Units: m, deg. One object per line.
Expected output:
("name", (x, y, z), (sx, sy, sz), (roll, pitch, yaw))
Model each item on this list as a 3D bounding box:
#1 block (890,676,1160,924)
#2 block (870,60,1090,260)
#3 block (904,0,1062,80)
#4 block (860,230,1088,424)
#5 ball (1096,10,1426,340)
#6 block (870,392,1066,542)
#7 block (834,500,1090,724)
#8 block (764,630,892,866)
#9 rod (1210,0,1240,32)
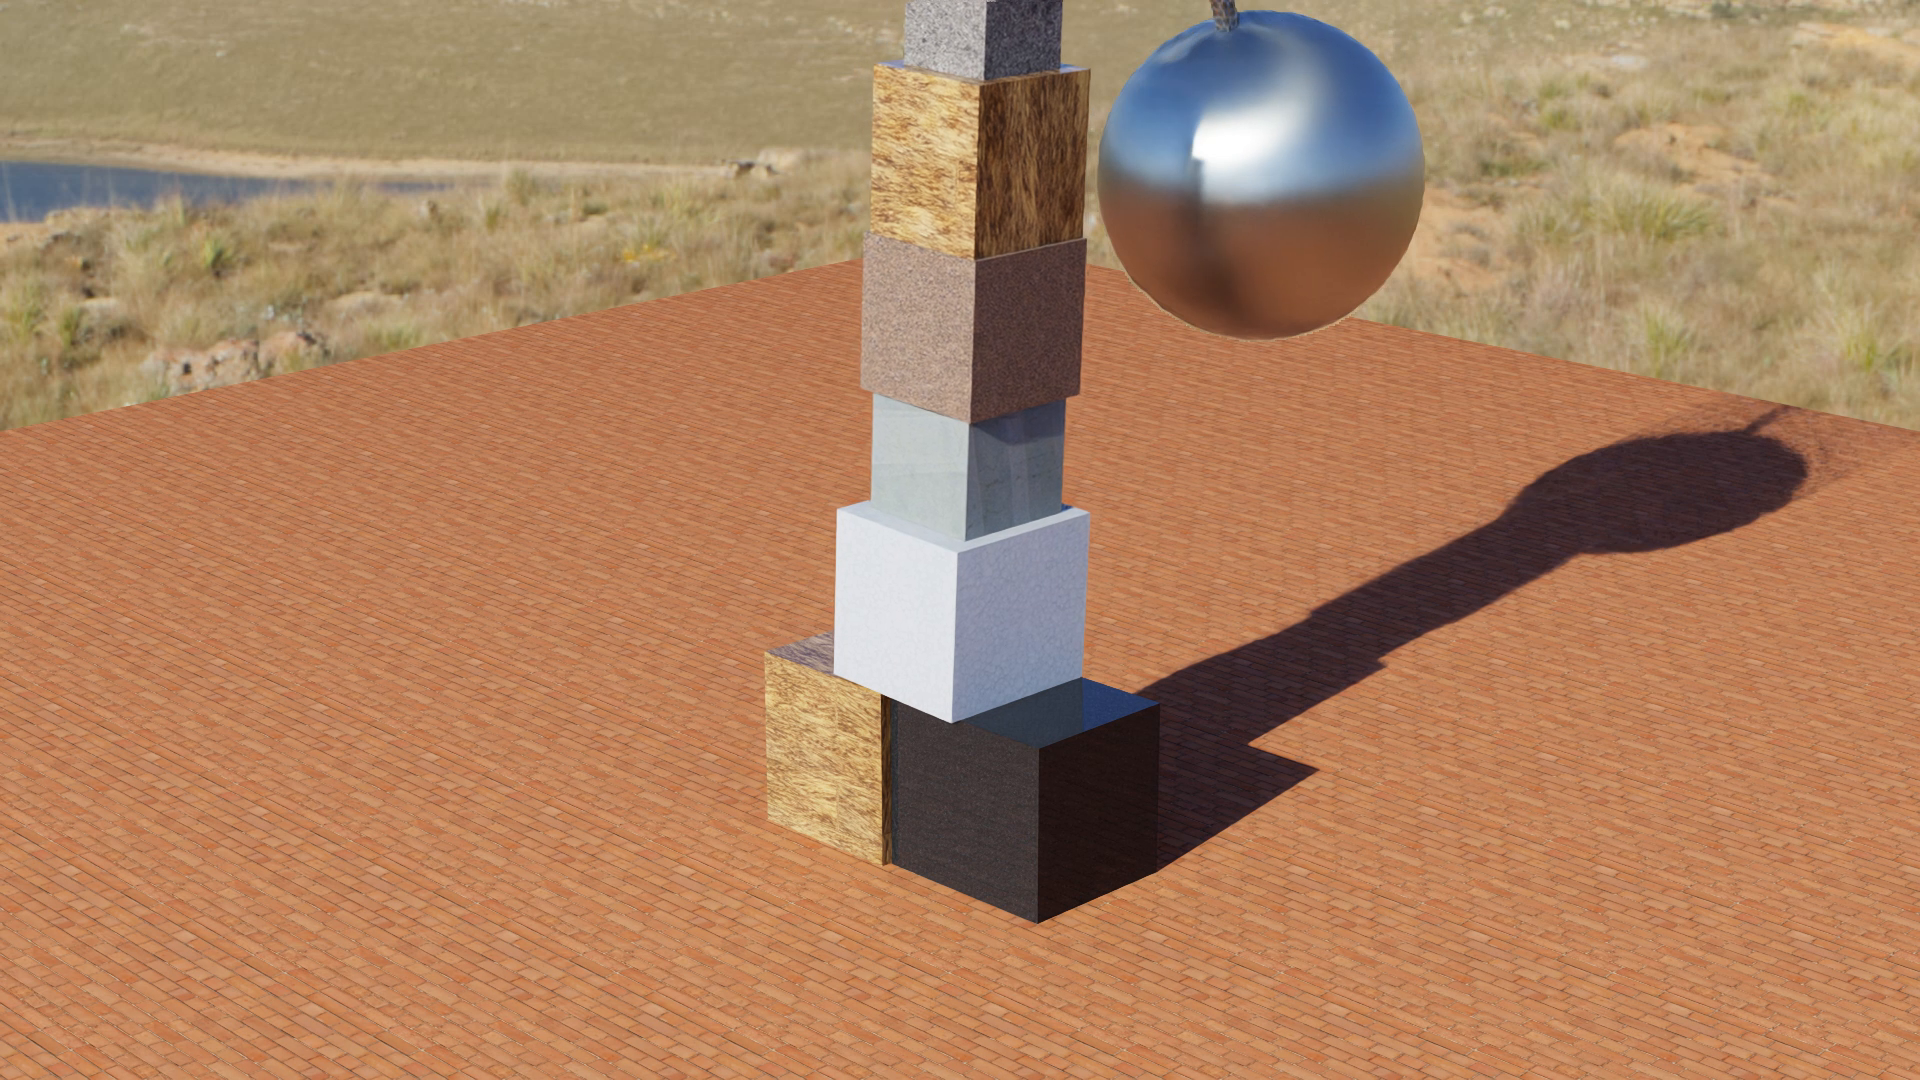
("block", (0.295, 1.117, 13.404), (0.795, 0.831, 0.929), (-17, 24, -42))
("block", (0.085, -1.687, 12.734), (0.681, 0.743, 0.638), (-17, 26, -42))
("block", (0.104, -2.296, 12.518), (0.467, 0.549, 0.481), (-17, 26, -42))
("block", (0.057, -1.000, 12.970), (0.695, 0.713, 0.691), (-17, 26, -42))
("ball", (1.467, -1.776, 14.321), (1.600, 1.600, 1.600), (0, 17, 0))
("block", (0.036, -0.399, 13.180), (0.617, 0.560, 0.601), (-17, 27, -42))
("block", (0.006, 0.245, 13.398), (0.854, 0.801, 0.768), (-17, 27, -42))
("block", (-0.345, 0.929, 13.967), (0.835, 0.852, 0.796), (-17, 24, -42))
("rod", (0.636, -4.571, 12.571), (0.080, 5.200, 0.080), (17, 44, 42))
